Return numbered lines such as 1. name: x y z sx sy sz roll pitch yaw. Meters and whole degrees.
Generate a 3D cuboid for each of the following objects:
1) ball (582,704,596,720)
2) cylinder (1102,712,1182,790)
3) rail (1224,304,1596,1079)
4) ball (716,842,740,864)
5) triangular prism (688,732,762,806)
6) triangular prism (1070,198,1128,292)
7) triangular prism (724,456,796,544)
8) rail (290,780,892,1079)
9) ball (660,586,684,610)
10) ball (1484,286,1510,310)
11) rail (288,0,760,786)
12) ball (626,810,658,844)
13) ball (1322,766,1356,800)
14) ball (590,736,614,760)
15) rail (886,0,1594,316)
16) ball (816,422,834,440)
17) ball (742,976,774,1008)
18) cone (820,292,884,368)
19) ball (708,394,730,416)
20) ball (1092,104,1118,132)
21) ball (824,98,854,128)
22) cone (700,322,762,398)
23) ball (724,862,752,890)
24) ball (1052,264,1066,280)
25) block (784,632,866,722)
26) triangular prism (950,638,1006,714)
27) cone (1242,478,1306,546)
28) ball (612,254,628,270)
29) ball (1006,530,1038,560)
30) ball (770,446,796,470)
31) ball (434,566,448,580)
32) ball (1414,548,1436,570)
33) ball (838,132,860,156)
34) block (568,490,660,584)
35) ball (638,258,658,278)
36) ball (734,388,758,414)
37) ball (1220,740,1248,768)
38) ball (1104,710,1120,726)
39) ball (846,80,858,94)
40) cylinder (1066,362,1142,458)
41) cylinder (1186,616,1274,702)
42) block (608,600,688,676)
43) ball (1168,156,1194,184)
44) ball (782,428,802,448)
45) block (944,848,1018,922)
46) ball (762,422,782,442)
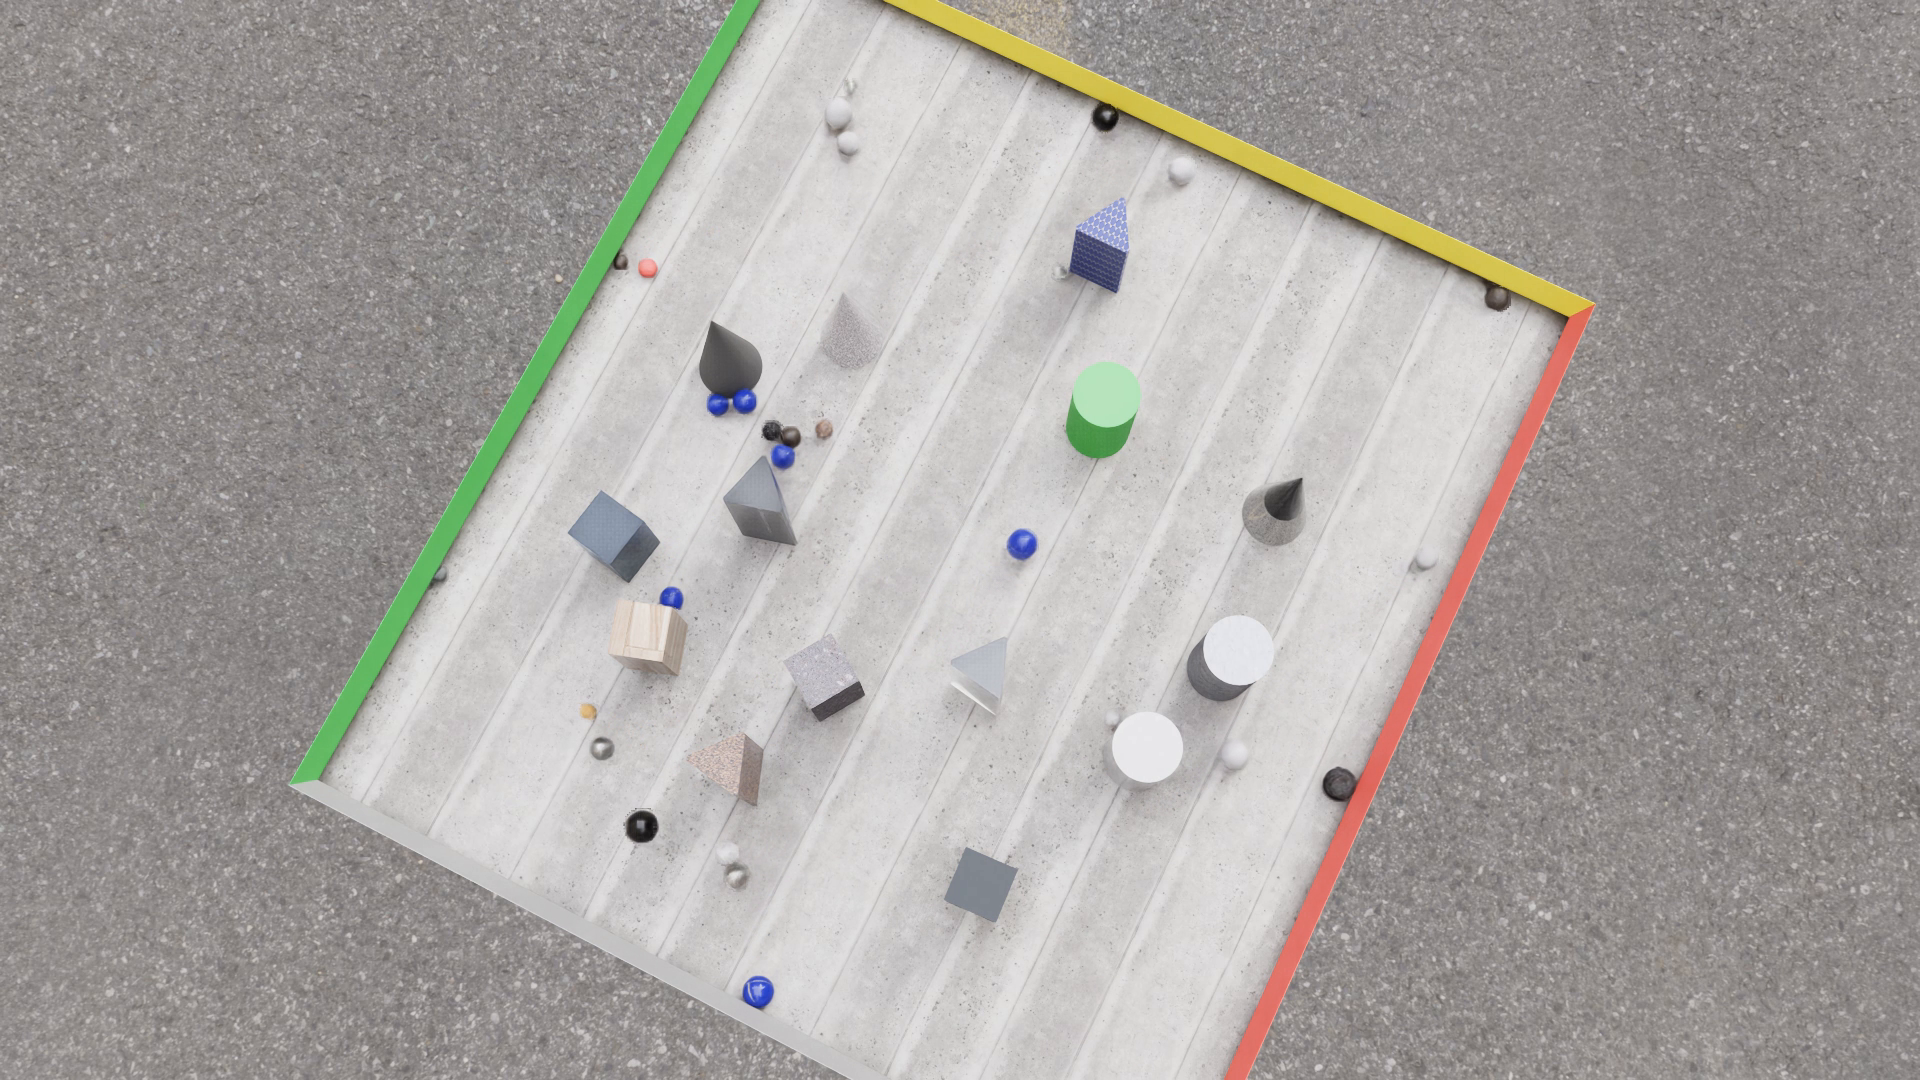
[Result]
1. ball: -1.112 0.516 5.487 0.045 0.045 0.045 0 78 0
2. cylinder: 0.527 0.616 5.312 0.199 0.346 0.199 0 78 0
3. rail: 1.249 0.619 5.422 0.045 0.129 3.066 26 80 5
4. ball: -0.684 0.920 5.392 0.068 0.068 0.068 0 78 0
5. triangular prism: -0.635 0.635 5.240 0.172 0.480 0.149 35 80 7
6. triangular prism: 0.455 -0.918 5.624 0.172 0.359 0.149 26 80 5
7. triangular prism: -0.569 -0.121 5.402 0.172 0.469 0.149 11 79 2
8. rail: -0.675 1.329 5.275 2.841 0.129 0.045 26 80 5
9. ball: -0.872 0.177 5.542 0.074 0.074 0.074 0 78 0
10. ball: 1.681 -0.756 5.736 0.074 0.074 0.074 0 78 0
11. rail: -1.249 -0.605 5.675 0.045 0.129 3.066 26 80 5
12. ball: -0.935 0.844 5.392 0.097 0.097 0.097 0 78 0
13. ball: 1.122 0.720 5.418 0.098 0.098 0.098 0 78 0
14. ball: -1.064 0.621 5.452 0.070 0.070 0.070 0 78 0
15. rail: 0.675 -1.315 5.822 2.841 0.129 0.045 26 80 5
16. ball: -0.419 -0.338 5.658 0.057 0.057 0.057 0 78 0
17. ball: -0.583 1.306 5.299 0.092 0.092 0.092 0 78 0
18. cone: -0.339 -0.679 5.536 0.199 0.433 0.199 0 78 0
19. ball: -0.748 -0.419 5.669 0.067 0.067 0.067 0 78 0
20. ball: 0.464 -1.347 5.852 0.085 0.085 0.085 0 78 0
21. ball: -0.386 -1.360 5.850 0.093 0.093 0.093 0 78 0
22. cone: -0.717 -0.587 5.504 0.199 0.458 0.199 0 78 0
23. ball: -0.650 0.986 5.373 0.078 0.078 0.078 0 78 0
24. ball: 0.313 -0.845 5.768 0.046 0.046 0.046 0 78 0
25. block: -0.393 0.405 5.355 0.159 0.348 0.159 -30 80 -6
26. triangular prism: 0.086 0.374 5.314 0.172 0.442 0.149 35 80 7
27. cone: 0.966 -0.128 5.398 0.199 0.479 0.199 0 78 0
28. ball: -1.069 -0.878 5.774 0.048 0.048 0.048 0 78 0
29. ball: 0.187 0.016 5.566 0.094 0.094 0.094 0 78 0
30. ball: -0.544 -0.253 5.630 0.075 0.075 0.075 0 78 0
31. ball: -1.582 0.102 5.573 0.044 0.044 0.044 0 78 0
32. ball: 1.416 0.058 5.572 0.064 0.064 0.064 0 78 0
33. ball: -0.354 -1.265 5.841 0.074 0.074 0.074 0 78 0
34. block: -1.028 -0.007 5.463 0.159 0.304 0.159 35 80 7
35. ball: -0.982 -0.858 5.763 0.061 0.061 0.061 0 78 0
36. ball: -0.663 -0.429 5.666 0.077 0.077 0.077 0 78 0
37. ball: 0.814 0.637 5.441 0.085 0.085 0.085 0 78 0
38. ball: 0.455 0.533 5.482 0.048 0.048 0.048 0 78 0
39. ball: -0.349 -1.459 5.898 0.041 0.041 0.041 0 78 0
40. cylinder: 0.428 -0.387 5.510 0.199 0.366 0.199 0 78 0
41. cylinder: 0.784 0.349 5.346 0.199 0.389 0.199 0 78 0
42. block: -0.915 0.291 5.393 0.159 0.319 0.159 8 78 2
43. ball: 0.701 -1.173 5.816 0.084 0.084 0.084 0 78 0
44. ball: -0.520 -0.316 5.650 0.064 0.064 0.064 0 78 0
45. block: 0.058 0.991 5.257 0.159 0.302 0.159 23 79 5
46. ball: -0.581 -0.335 5.655 0.060 0.060 0.060 0 78 0
